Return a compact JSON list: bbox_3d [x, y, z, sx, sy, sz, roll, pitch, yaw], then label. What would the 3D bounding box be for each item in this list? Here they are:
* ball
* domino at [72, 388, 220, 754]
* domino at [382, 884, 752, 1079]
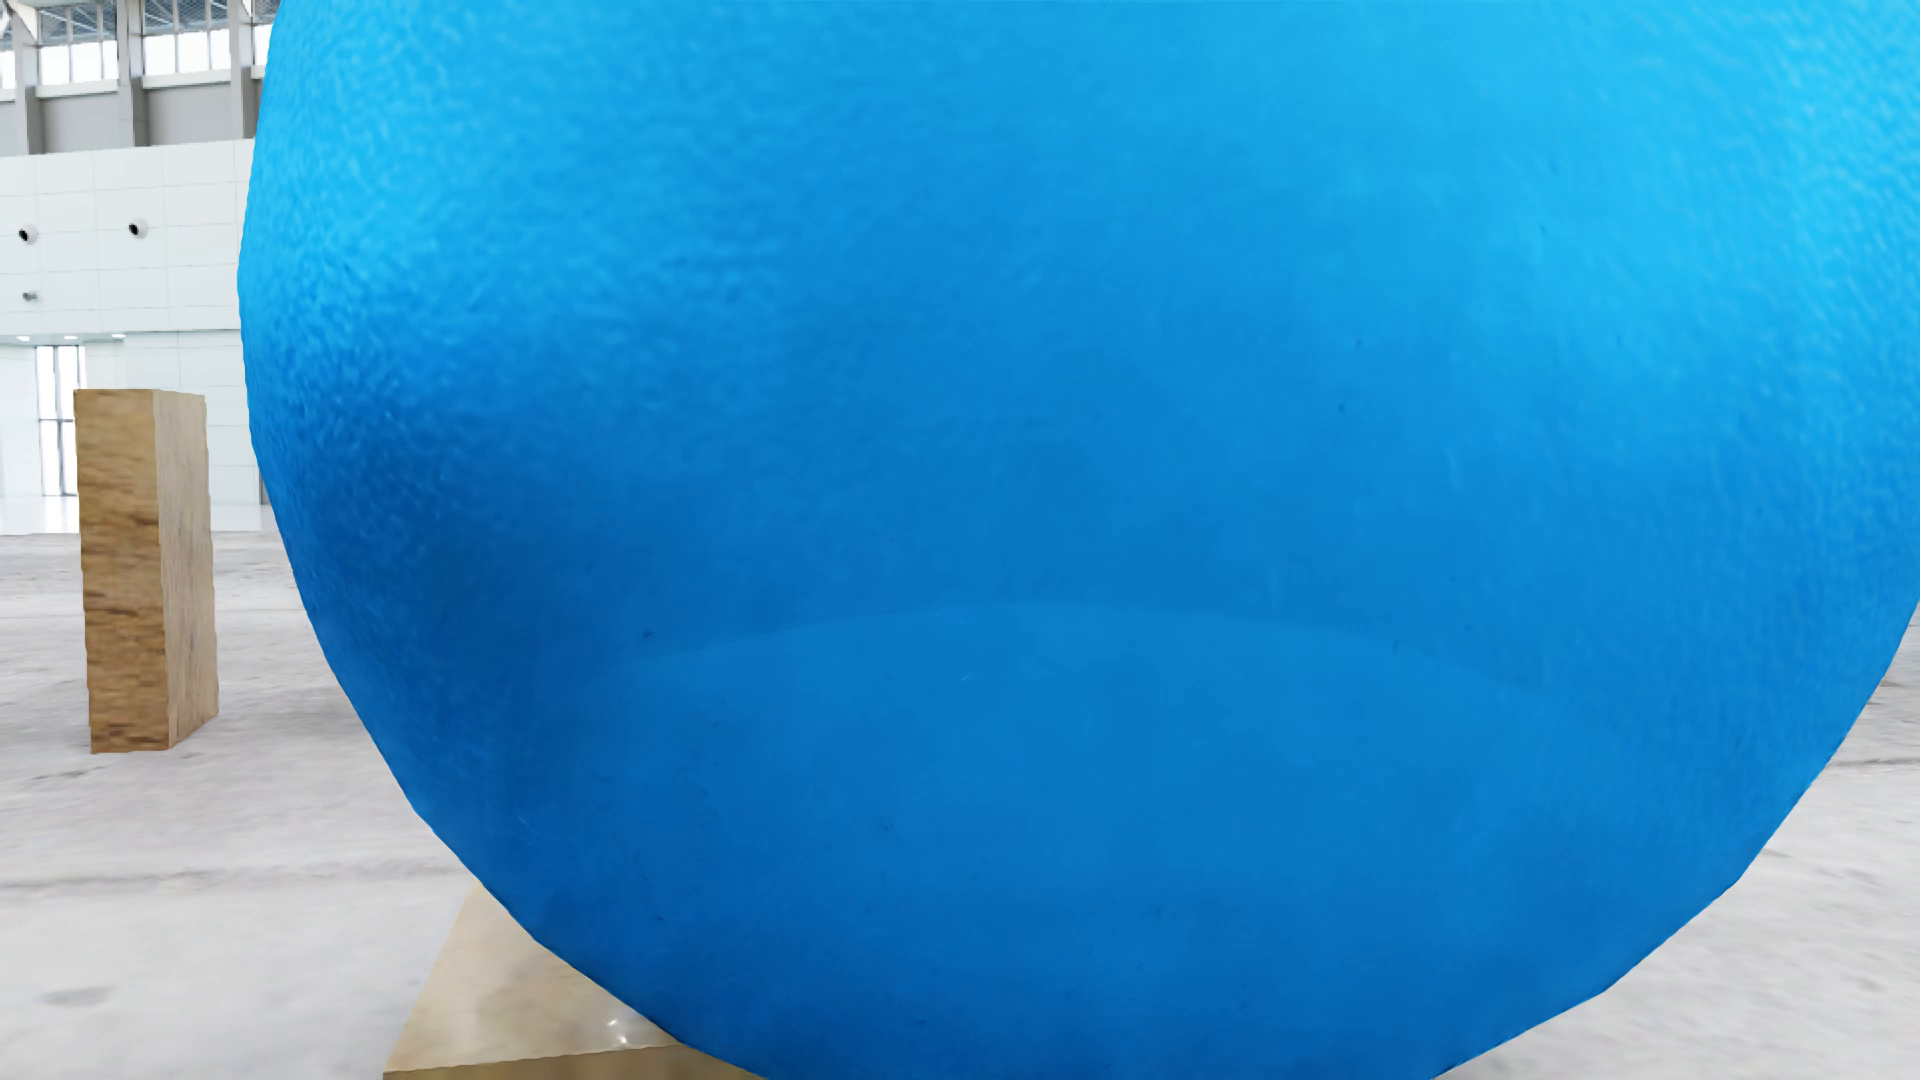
[{"bbox_3d":[0.006,-0.011,0.071,0.080,0.080,0.080,0,4,0],"label":"ball"},{"bbox_3d":[-0.118,0.003,0.188,0.009,0.050,0.025,-1,4,-16],"label":"domino"},{"bbox_3d":[-0.023,0.031,0.095,0.025,0.010,0.050,-1,4,-12],"label":"domino"}]
